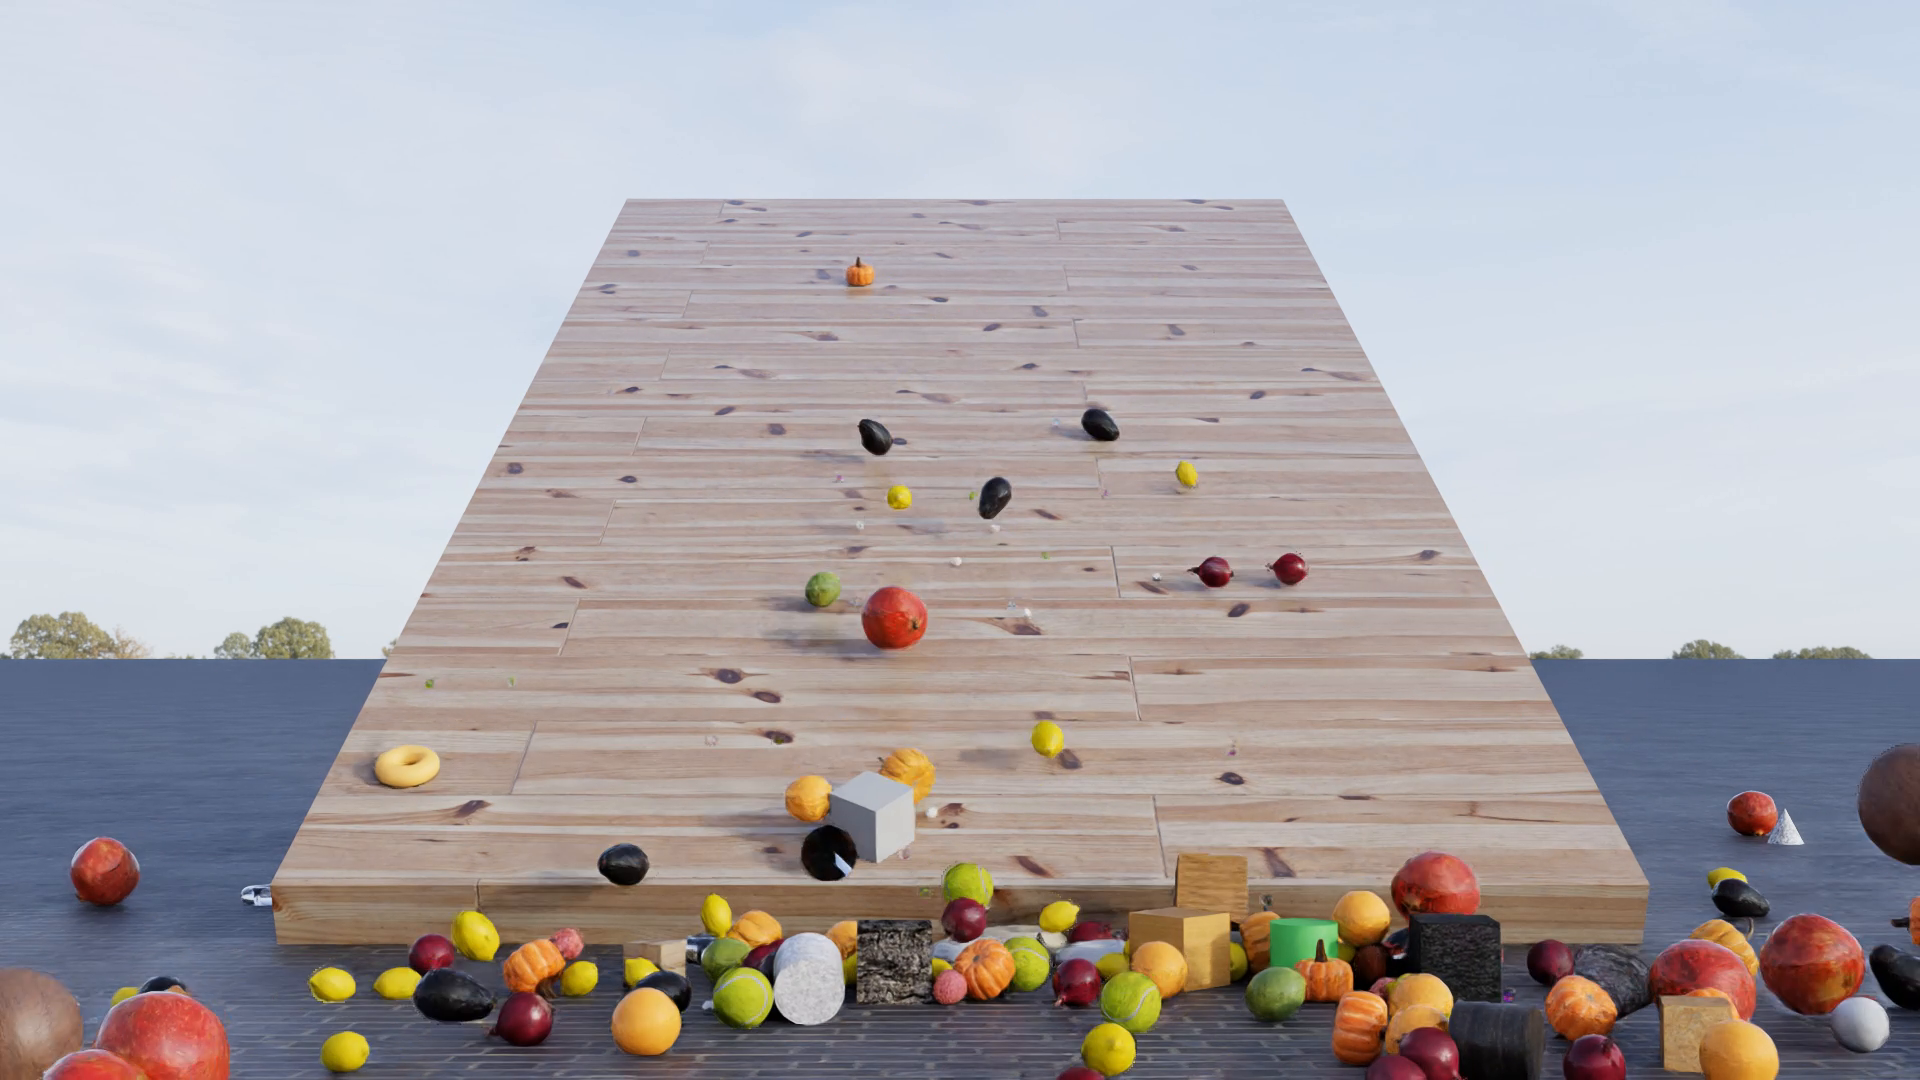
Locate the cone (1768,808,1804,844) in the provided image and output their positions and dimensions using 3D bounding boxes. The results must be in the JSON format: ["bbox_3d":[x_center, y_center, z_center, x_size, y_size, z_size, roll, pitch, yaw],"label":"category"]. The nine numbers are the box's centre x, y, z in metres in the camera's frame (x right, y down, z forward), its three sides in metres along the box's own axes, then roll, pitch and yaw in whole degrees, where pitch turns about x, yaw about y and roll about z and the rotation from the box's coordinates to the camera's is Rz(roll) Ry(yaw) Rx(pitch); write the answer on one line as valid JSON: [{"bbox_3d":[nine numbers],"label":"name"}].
[{"bbox_3d":[1.851,0.641,5.172,0.078,0.078,0.078,0,-3,0],"label":"cone"}]

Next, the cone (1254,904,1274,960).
[{"bbox_3d":[0.430,0.547,3.238,0.072,0.072,0.072,-3,0,0],"label":"cone"}]

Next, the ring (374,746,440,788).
[{"bbox_3d":[-0.872,0.357,3.638,0.101,0.034,0.101,-1,24,0],"label":"ring"}]

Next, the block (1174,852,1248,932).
[{"bbox_3d":[0.348,0.500,3.211,0.096,0.096,0.096,3,-28,4],"label":"block"}]

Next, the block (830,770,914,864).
[{"bbox_3d":[-0.131,0.413,3.435,0.090,0.090,0.090,17,28,34],"label":"block"}]

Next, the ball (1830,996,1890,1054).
[{"bbox_3d":[0.962,0.518,2.465,0.059,0.059,0.059,0,-3,0],"label":"ball"}]

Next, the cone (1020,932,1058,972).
[{"bbox_3d":[0.107,0.553,3.106,0.053,0.053,0.053,0,-3,0],"label":"cone"}]

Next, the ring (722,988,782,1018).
[{"bbox_3d":[-0.237,0.546,2.725,0.087,0.029,0.087,3,-6,0],"label":"ring"}]

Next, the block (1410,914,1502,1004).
[{"bbox_3d":[0.614,0.519,2.865,0.097,0.097,0.097,0,-3,3],"label":"block"}]

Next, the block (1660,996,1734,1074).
[{"bbox_3d":[0.760,0.510,2.382,0.067,0.067,0.067,-1,-3,14],"label":"block"}]

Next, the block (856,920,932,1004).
[{"bbox_3d":[-0.082,0.521,2.848,0.092,0.092,0.092,0,-3,-3],"label":"block"}]

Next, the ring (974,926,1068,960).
[{"bbox_3d":[0.082,0.561,3.190,0.136,0.045,0.136,0,-3,0],"label":"ring"}]

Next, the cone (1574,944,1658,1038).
[{"bbox_3d":[0.717,0.524,2.589,0.099,0.099,0.099,-3,33,43],"label":"cone"}]

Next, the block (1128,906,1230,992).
[{"bbox_3d":[0.283,0.526,2.971,0.092,0.092,0.092,3,-4,-44],"label":"block"}]

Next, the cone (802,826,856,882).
[{"bbox_3d":[-0.187,0.459,3.393,0.081,0.081,0.081,0,-4,5],"label":"cone"}]

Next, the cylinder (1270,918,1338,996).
[{"bbox_3d":[0.436,0.527,2.922,0.086,0.086,0.086,0,-3,0],"label":"cylinder"}]

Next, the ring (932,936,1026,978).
[{"bbox_3d":[0.022,0.556,3.075,0.131,0.044,0.131,-1,-2,0],"label":"ring"}]

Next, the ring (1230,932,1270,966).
[{"bbox_3d":[0.355,0.555,3.135,0.139,0.046,0.139,0,-9,0],"label":"ring"}]

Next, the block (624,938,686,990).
[{"bbox_3d":[-0.391,0.543,2.954,0.057,0.057,0.057,-1,-3,28],"label":"block"}]

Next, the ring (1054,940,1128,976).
[{"bbox_3d":[0.182,0.560,3.087,0.111,0.037,0.111,-4,-2,0],"label":"ring"}]

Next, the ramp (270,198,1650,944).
[{"bbox_3d":[-0.007,-0.224,5.207,2.000,0.100,4.000,0,23,0],"label":"ramp"}]

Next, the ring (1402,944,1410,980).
[{"bbox_3d":[0.622,0.547,2.972,0.123,0.041,0.123,3,4,0],"label":"ring"}]

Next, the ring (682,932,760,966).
[{"bbox_3d":[-0.332,0.565,3.184,0.112,0.037,0.112,1,-4,0],"label":"ring"}]

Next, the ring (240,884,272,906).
[{"bbox_3d":[-1.174,0.603,3.919,0.093,0.031,0.093,0,-4,0],"label":"ring"}]

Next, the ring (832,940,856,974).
[{"bbox_3d":[-0.175,0.561,3.106,0.108,0.036,0.108,1,-4,0],"label":"ring"}]

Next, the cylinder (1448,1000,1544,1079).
[{"bbox_3d":[0.535,0.501,2.302,0.077,0.077,0.077,-1,-3,29],"label":"cylinder"}]

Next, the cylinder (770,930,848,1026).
[{"bbox_3d":[-0.176,0.509,2.676,0.082,0.082,0.082,0,17,-9],"label":"cylinder"}]
